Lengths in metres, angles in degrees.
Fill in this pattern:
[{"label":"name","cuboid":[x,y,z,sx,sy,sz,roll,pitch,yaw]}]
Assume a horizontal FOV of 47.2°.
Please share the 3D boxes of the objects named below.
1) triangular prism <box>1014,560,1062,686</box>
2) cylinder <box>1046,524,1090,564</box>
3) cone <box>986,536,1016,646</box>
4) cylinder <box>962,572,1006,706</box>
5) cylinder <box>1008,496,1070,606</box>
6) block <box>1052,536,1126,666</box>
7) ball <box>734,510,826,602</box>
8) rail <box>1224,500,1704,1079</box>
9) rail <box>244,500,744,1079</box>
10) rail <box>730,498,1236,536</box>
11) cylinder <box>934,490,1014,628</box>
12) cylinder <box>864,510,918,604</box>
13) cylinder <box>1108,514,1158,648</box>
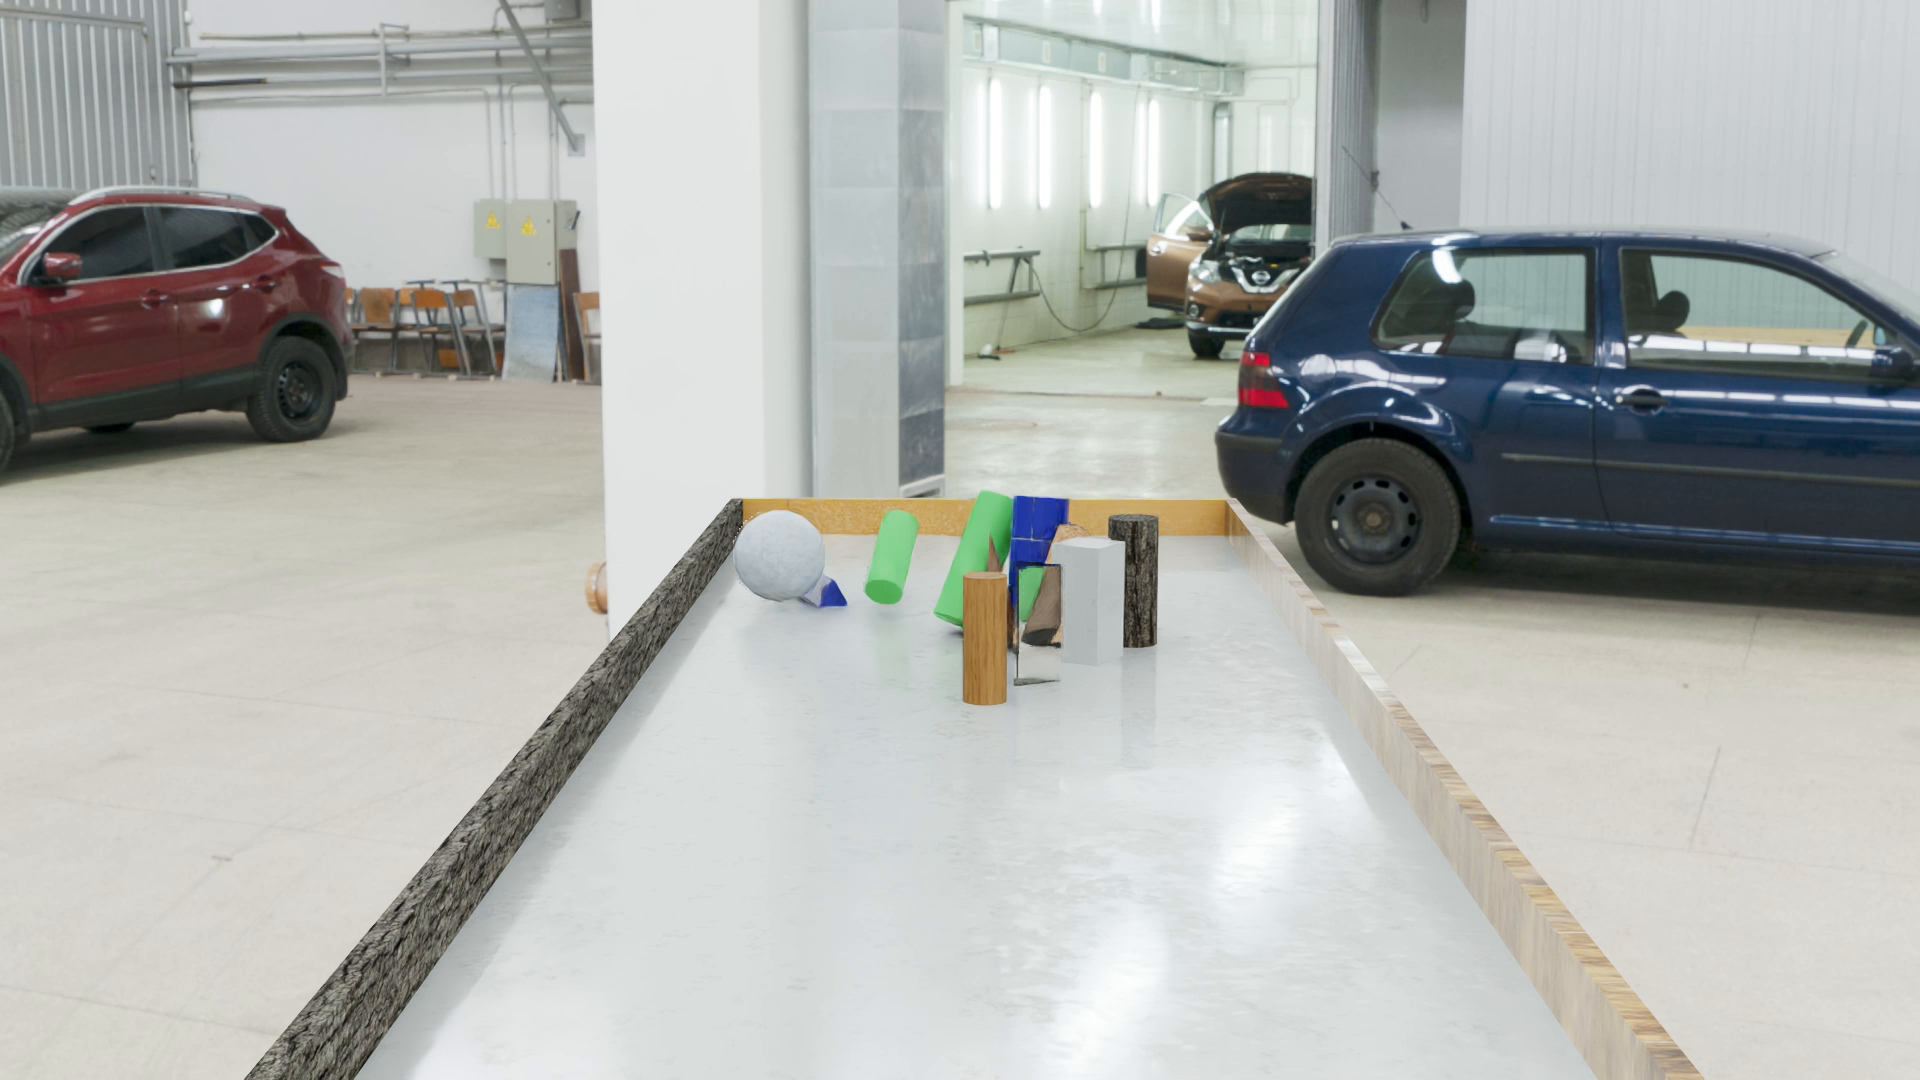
[{"label":"triangular prism","cuboid":[0.196,0.238,6.416,0.153,0.341,0.133,-5,10,-27]},{"label":"cylinder","cuboid":[0.289,0.155,6.779,0.103,0.405,0.103,17,-20,7]},{"label":"cone","cuboid":[0.114,0.140,6.914,0.138,0.365,0.138,-5,-26,-3]},{"label":"cylinder","cuboid":[0.069,0.274,6.141,0.123,0.356,0.123,0,9,0]},{"label":"cylinder","cuboid":[0.244,0.088,6.952,0.178,0.449,0.178,4,2,0]},{"label":"block","cuboid":[0.388,0.185,6.692,0.164,0.359,0.164,6,11,32]},{"label":"ball","cuboid":[-0.620,0.055,7.571,0.315,0.315,0.315,0,9,0]},{"label":"rail","cuboid":[1.046,0.843,3.208,0.050,0.150,12.000,0,9,1]},{"label":"rail","cuboid":[-1.004,0.839,3.234,0.050,0.150,12.000,0,9,1]},{"label":"rail","cuboid":[0.099,-0.098,9.147,2.100,0.150,0.050,0,9,1]},{"label":"cylinder","cuboid":[0.064,0.068,7.137,0.160,0.428,0.160,20,-10,4]},{"label":"cylinder","cuboid":[-0.236,0.060,7.653,0.132,0.132,0.325,2,47,12]},{"label":"cylinder","cuboid":[0.544,0.127,6.927,0.158,0.400,0.158,0,9,0]}]
